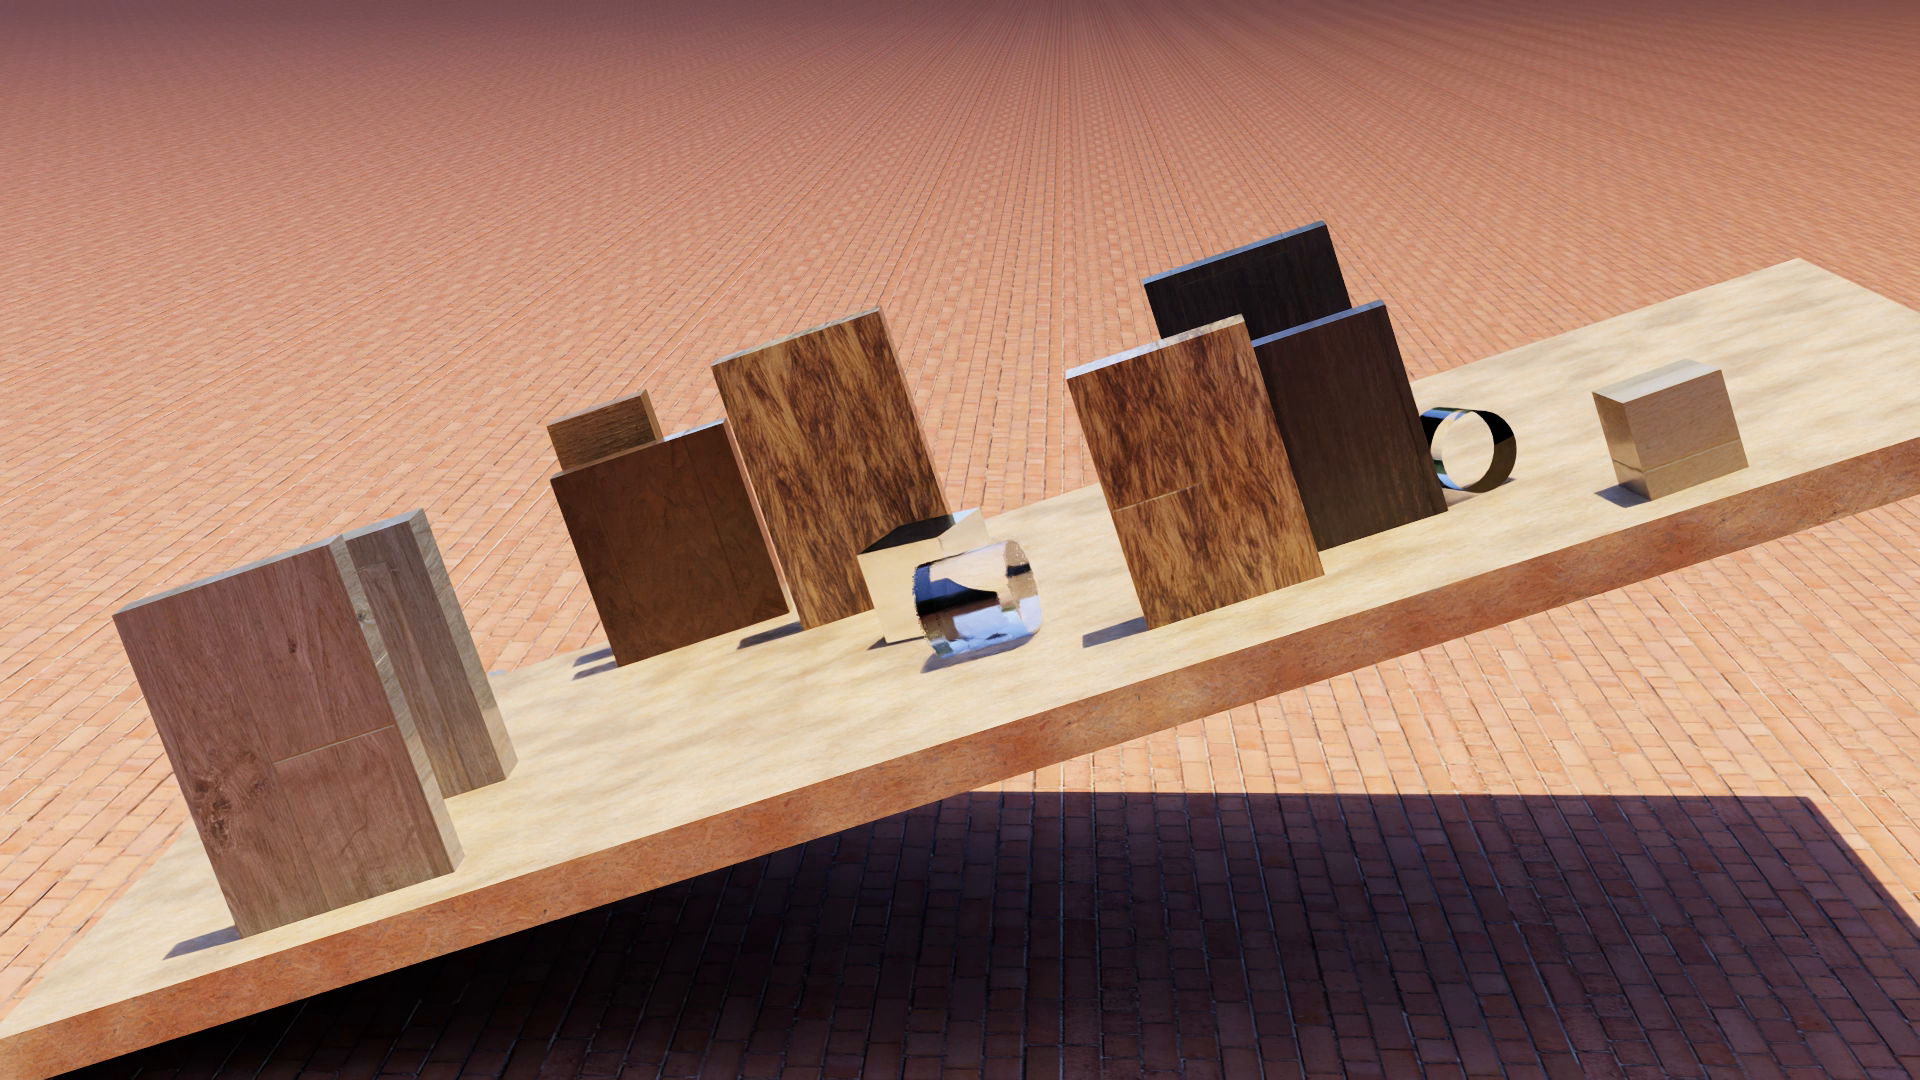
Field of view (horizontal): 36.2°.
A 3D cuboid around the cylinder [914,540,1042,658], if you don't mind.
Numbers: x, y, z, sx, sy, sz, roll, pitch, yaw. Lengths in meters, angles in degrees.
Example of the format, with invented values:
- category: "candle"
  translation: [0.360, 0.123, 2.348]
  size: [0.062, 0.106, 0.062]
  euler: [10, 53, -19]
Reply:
- category: "cylinder"
  translation: [0.036, 0.119, 5.937]
  size: [0.196, 0.196, 0.196]
  euler: [-16, 7, 17]

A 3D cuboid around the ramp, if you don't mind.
- category: "ramp"
  translation: [0.105, 0.181, 6.307]
  size: [4.000, 0.100, 2.000]
  euler: [-18, 11, 6]

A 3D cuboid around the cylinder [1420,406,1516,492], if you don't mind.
- category: "cylinder"
  translation: [1.001, -0.181, 5.879]
  size: [0.164, 0.164, 0.164]
  euler: [-4, 6, -17]

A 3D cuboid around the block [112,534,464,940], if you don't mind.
- category: "block"
  translation: [-1.275, 0.377, 5.604]
  size: [0.440, 0.671, 0.099]
  euler: [-18, 11, 6]

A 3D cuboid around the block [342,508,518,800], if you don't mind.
- category: "block"
  translation: [-1.245, 0.281, 6.257]
  size: [0.411, 0.589, 0.141]
  euler: [-18, 11, 6]

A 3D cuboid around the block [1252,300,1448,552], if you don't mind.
- category: "block"
  translation: [0.697, -0.202, 5.788]
  size: [0.410, 0.429, 0.083]
  euler: [-18, 11, 6]

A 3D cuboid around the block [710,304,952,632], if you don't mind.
- category: "block"
  translation: [-0.266, -0.162, 6.667]
  size: [0.397, 0.641, 0.111]
  euler: [-18, 11, 6]

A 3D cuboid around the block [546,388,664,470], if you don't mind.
- category: "block"
  translation: [-0.783, -0.048, 7.134]
  size: [0.240, 0.584, 0.105]
  euler: [-18, 11, 6]

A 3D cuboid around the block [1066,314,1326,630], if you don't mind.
- category: "block"
  translation: [0.449, -0.129, 5.621]
  size: [0.351, 0.512, 0.110]
  euler: [-18, 11, 6]

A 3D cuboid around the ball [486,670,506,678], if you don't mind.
- category: "ball"
  translation: [-1.262, 0.432, 8.068]
  size: [0.149, 0.149, 0.149]
  euler: [0, 12, 0]

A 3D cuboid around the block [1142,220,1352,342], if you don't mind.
- category: "block"
  translation: [0.672, -0.367, 6.363]
  size: [0.408, 0.539, 0.099]
  euler: [-18, 11, 6]

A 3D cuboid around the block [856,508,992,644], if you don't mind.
- category: "block"
  translation: [-0.057, 0.076, 6.286]
  size: [0.205, 0.205, 0.205]
  euler: [-13, 12, 30]

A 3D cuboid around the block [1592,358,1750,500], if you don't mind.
- category: "block"
  translation: [1.304, -0.205, 5.406]
  size: [0.189, 0.189, 0.189]
  euler: [-19, 11, -2]

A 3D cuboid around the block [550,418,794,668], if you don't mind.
- category: "block"
  translation: [-0.681, 0.007, 6.968]
  size: [0.433, 0.479, 0.084]
  euler: [-18, 11, 6]
